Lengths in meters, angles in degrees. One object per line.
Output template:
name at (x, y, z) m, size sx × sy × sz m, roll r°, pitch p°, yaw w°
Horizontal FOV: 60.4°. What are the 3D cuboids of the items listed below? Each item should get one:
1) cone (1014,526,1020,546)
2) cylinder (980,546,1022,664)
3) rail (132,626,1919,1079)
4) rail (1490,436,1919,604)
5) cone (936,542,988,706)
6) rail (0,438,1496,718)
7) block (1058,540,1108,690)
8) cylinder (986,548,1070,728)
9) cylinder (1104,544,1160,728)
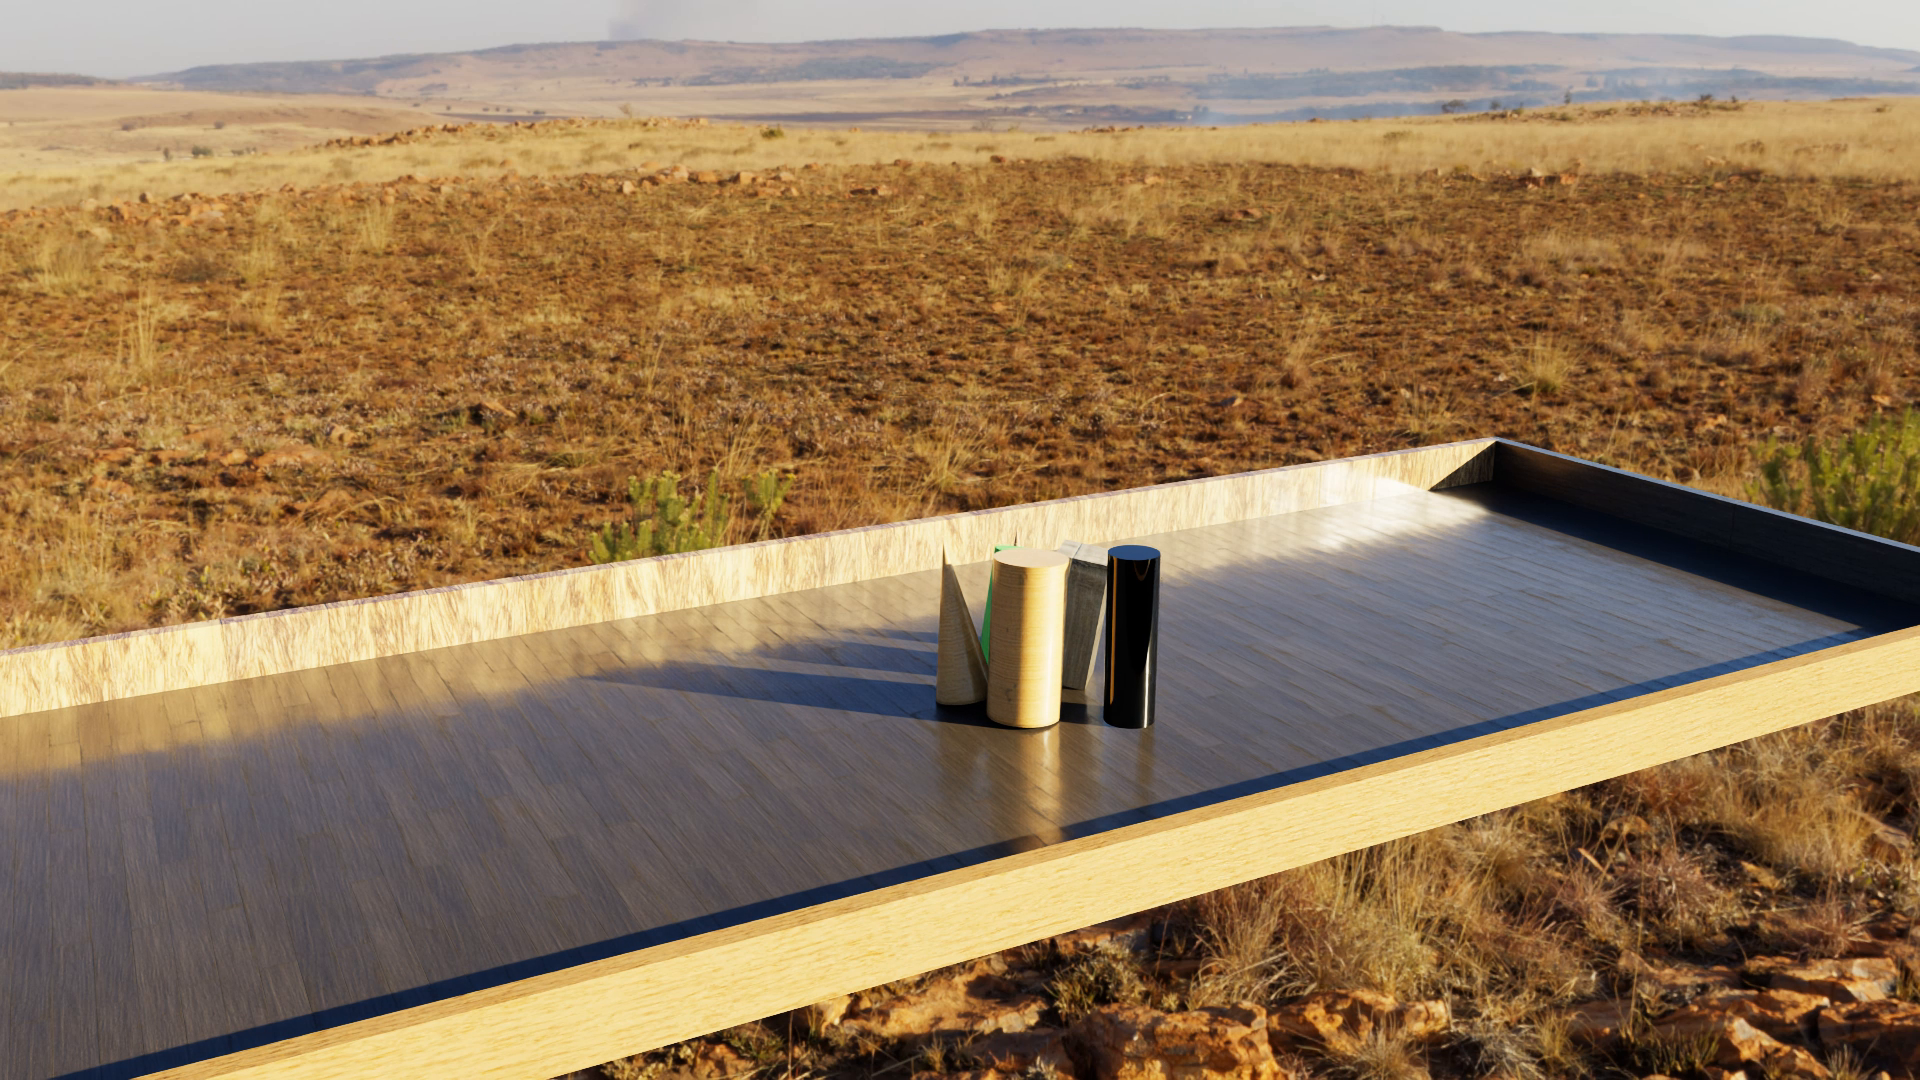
cone at (0.149, 0.123, 4.347) m, size 0.105 × 0.332 × 0.105 m, roll 0°, pitch 16°, yaw 0°
cylinder at (0.141, 0.175, 4.181) m, size 0.151 × 0.300 × 0.151 m, roll 8°, pitch 8°, yaw -1°
rail at (-2.336, 1.006, 1.665) m, size 12.000 × 0.150 × 0.050 m, roll -9°, pitch 18°, yaw -27°
rail at (2.466, -0.048, 5.253) m, size 0.050 × 0.150 × 2.100 m, roll -9°, pitch 18°, yaw -27°
cone at (-0.012, 0.188, 3.984) m, size 0.151 × 0.393 × 0.151 m, roll -8°, pitch 11°, yaw 2°
rail at (-3.305, 0.497, 3.399) m, size 12.000 × 0.150 × 0.050 m, roll -9°, pitch 18°, yaw -27°
block at (0.286, 0.186, 4.106) m, size 0.134 × 0.331 × 0.134 m, roll 13°, pitch 19°, yaw 10°
cylinder at (0.158, 0.228, 3.878) m, size 0.177 × 0.386 × 0.177 m, roll 2°, pitch 14°, yaw -1°
cylinder at (0.401, 0.226, 3.853) m, size 0.122 × 0.412 × 0.122 m, roll 0°, pitch 16°, yaw 0°
